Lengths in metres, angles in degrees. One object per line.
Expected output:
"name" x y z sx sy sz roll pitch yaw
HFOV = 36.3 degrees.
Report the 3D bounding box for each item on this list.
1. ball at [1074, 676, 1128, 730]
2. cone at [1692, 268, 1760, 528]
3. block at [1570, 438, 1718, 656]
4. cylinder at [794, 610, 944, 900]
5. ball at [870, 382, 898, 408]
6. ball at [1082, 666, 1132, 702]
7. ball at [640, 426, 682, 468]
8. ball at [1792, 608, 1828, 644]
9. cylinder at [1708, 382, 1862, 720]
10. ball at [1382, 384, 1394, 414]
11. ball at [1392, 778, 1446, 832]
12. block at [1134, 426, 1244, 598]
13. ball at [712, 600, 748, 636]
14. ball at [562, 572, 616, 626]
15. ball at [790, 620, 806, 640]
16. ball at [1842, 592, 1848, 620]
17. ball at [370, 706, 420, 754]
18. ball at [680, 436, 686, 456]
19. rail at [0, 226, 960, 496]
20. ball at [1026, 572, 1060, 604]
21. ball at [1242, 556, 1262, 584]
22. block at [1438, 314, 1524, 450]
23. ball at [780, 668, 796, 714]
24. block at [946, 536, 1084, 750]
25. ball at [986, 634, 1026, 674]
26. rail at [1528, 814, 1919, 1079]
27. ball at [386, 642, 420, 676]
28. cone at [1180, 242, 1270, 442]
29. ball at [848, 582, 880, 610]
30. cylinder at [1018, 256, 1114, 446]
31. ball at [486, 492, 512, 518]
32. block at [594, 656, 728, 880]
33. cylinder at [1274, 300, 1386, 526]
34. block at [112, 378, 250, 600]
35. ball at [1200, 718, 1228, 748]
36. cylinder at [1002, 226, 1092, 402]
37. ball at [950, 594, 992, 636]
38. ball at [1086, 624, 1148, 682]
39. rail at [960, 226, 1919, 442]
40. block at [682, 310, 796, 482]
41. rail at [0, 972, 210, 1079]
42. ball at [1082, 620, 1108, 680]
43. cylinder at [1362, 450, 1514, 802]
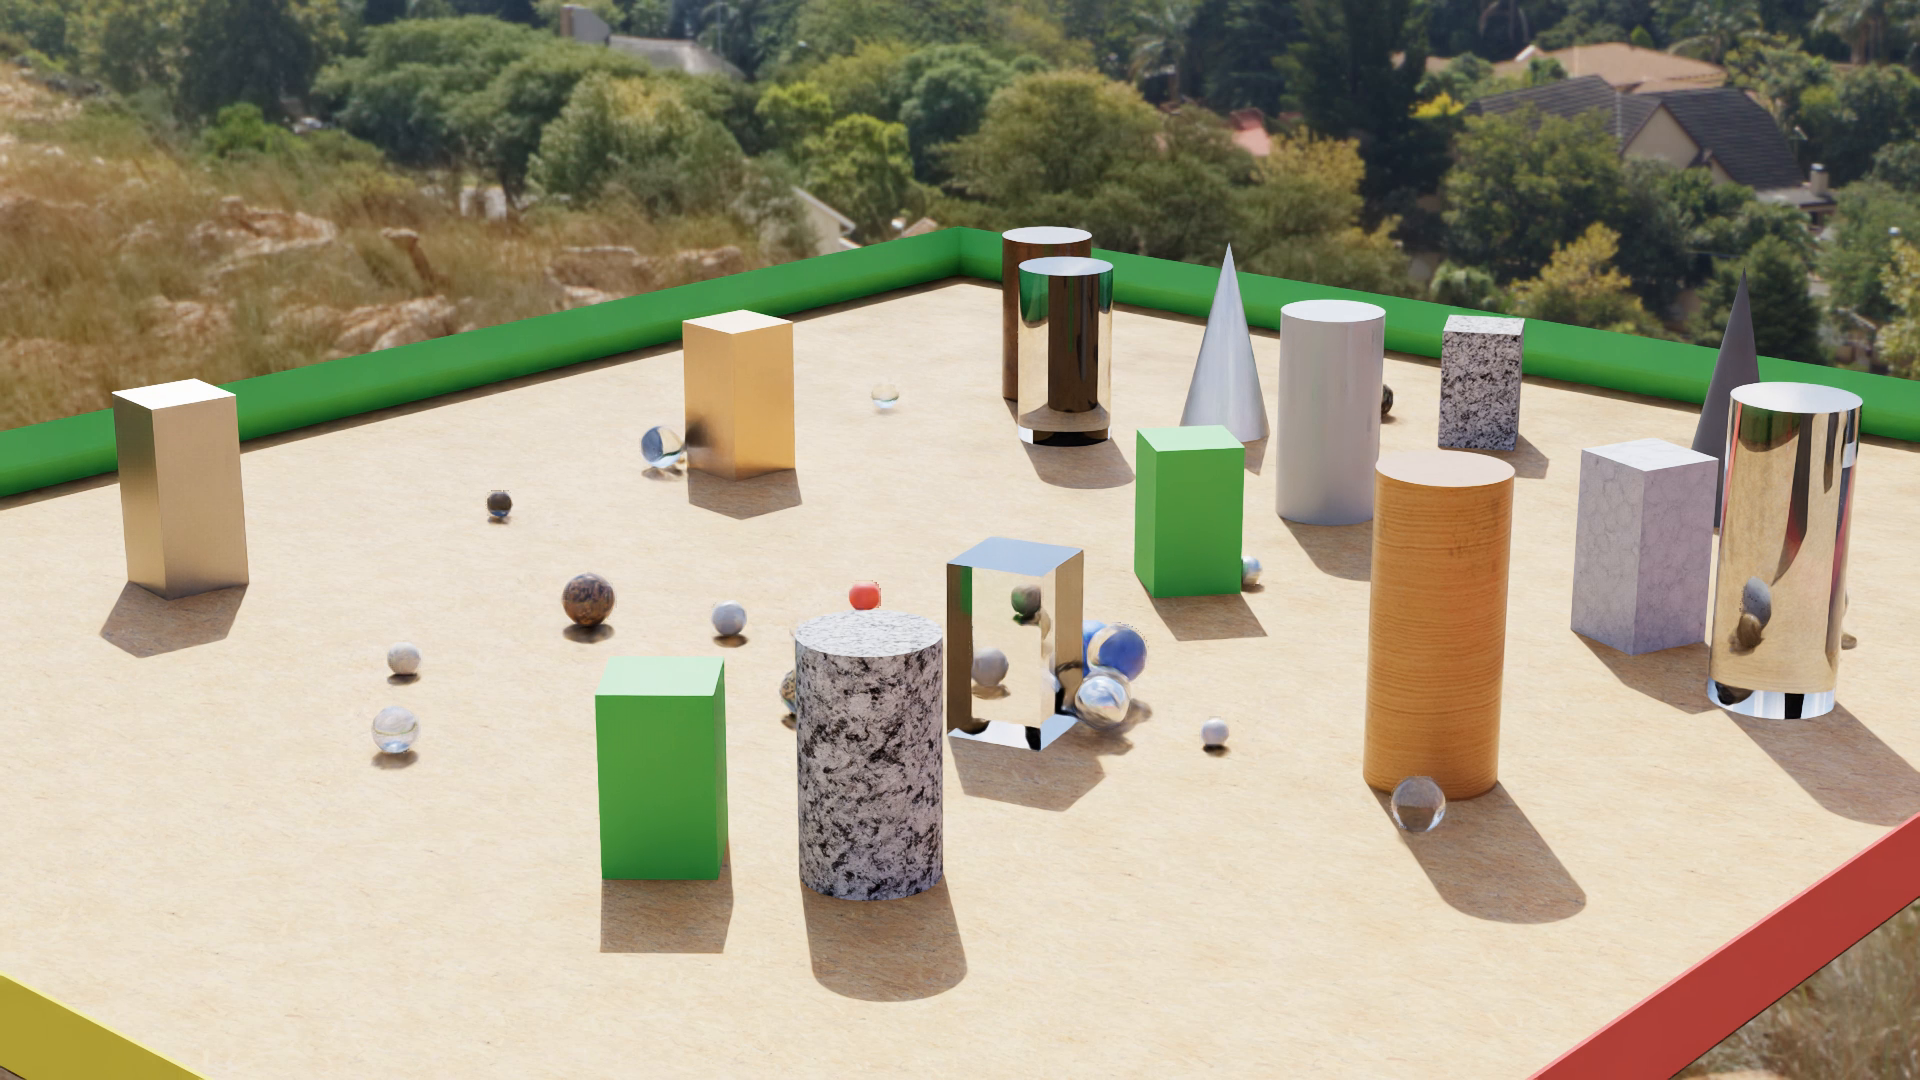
"ball" 0.215 0.248 4.455 0.082 0.082 0.082 0 17 0
"cone" 1.465 -0.281 5.545 0.195 0.483 0.195 0 17 0
"block" 1.136 0.009 4.874 0.156 0.315 0.156 -9 19 -27
"cylinder" -0.120 0.285 3.914 0.195 0.340 0.195 0 17 0
"ball" -0.164 -0.316 6.393 0.060 0.060 0.060 0 17 0
"ball" 0.226 0.235 4.535 0.079 0.079 0.079 0 17 0
"ball" -0.603 -0.189 5.920 0.085 0.085 0.085 0 17 0
"ball" 1.413 0.143 4.874 0.058 0.058 0.058 0 17 0
"cylinder" 1.279 0.015 4.554 0.195 0.488 0.195 0 17 0
"ball" 0.901 -0.305 6.335 0.072 0.072 0.072 0 17 0
"ball" 0.640 0.369 4.093 0.076 0.076 0.076 0 17 0
"block" 0.402 -0.052 5.162 0.156 0.265 0.156 -3 17 -9
"ball" -0.386 0.131 4.910 0.061 0.061 0.061 0 17 0
"ball" -0.629 0.100 4.960 0.090 0.090 0.090 0 17 0
"ball" -0.264 0.153 4.873 0.040 0.040 0.040 0 17 0
"ball" 1.445 0.104 4.933 0.098 0.098 0.098 0 17 0
"ball" -0.845 0.284 4.386 0.071 0.071 0.071 0 17 0
"ball" -0.586 -0.191 5.997 0.050 0.050 0.050 0 17 0
"rail" -1.357 -0.308 6.248 0.045 0.127 4.187 14 22 39
"ball" 0.143 0.083 5.072 0.058 0.058 0.058 0 17 0
"ball" 0.509 0.053 5.183 0.052 0.052 0.052 0 17 0
"block" 1.087 -0.329 6.114 0.156 0.246 0.156 4 17 13
"ball" -0.242 0.234 4.544 0.075 0.075 0.075 0 17 0
"block" 0.084 0.155 4.459 0.156 0.274 0.156 8 19 25
"ball" 0.075 0.184 4.728 0.064 0.064 0.064 0 17 0
"rail" 1.357 0.372 3.992 0.045 0.127 4.187 14 22 39
"ball" -0.897 0.190 4.723 0.054 0.054 0.054 0 17 0
"cone" 0.560 -0.426 6.160 0.195 0.406 0.195 0 17 0
"ball" -0.164 0.097 5.035 0.053 0.053 0.053 0 17 0
"cylinder" 0.220 -0.395 6.131 0.195 0.362 0.195 0 17 0
"ball" -0.878 -0.068 5.589 0.050 0.050 0.050 0 17 0
"block" -0.402 0.308 3.975 0.156 0.262 0.156 0 17 1
"cylinder" 0.702 -0.243 5.575 0.195 0.393 0.195 0 17 0
"block" -1.369 -0.090 5.153 0.156 0.344 0.156 -14 22 -38
"ball" 0.383 0.290 4.412 0.043 0.043 0.043 0 17 0
"cylinder" 0.190 -0.495 6.469 0.195 0.359 0.195 0 17 0
"ball" 0.019 0.126 4.914 0.068 0.068 0.068 0 17 0
"ball" 0.246 0.181 4.607 0.096 0.096 0.096 0 17 0
"rail" 1.357 -0.419 6.617 3.642 0.127 0.045 14 22 39
"block" -0.444 -0.291 5.893 0.156 0.302 0.156 -15 23 -41
"rail" -1.357 0.483 3.624 3.642 0.127 0.045 14 22 39
"ball" 0.209 0.177 4.696 0.097 0.097 0.097 0 17 0
"cylinder" 0.688 0.123 4.227 0.195 0.470 0.195 0 17 0
